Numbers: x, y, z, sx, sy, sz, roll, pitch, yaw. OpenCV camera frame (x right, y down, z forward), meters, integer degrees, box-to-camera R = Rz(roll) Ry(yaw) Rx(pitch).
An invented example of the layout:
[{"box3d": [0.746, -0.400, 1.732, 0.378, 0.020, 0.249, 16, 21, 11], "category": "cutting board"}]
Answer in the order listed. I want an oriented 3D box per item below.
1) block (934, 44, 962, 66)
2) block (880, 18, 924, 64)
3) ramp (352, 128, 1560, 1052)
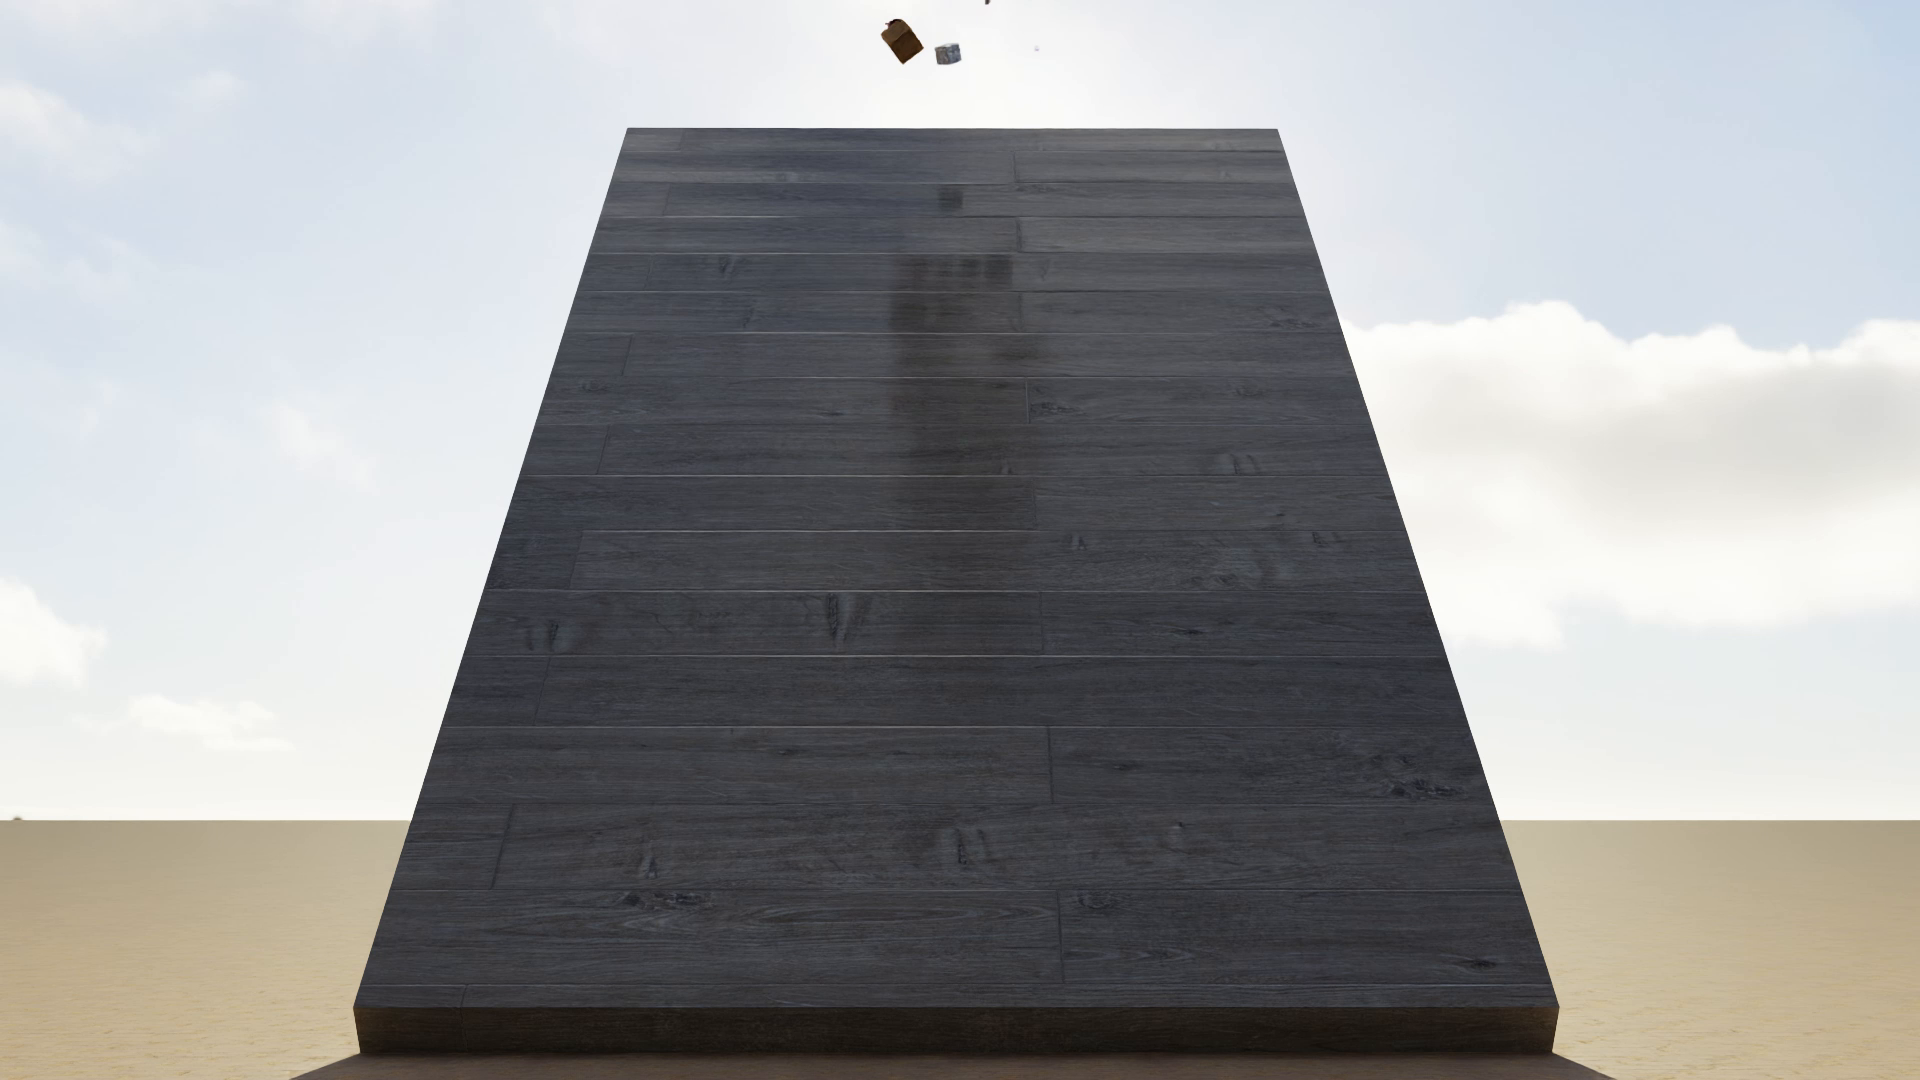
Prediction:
[{"box3d": [-0.036, -1.493, 7.455, 0.055, 0.055, 0.055, 11, 30, 44], "category": "block"}, {"box3d": [-0.168, -1.440, 7.006, 0.080, 0.080, 0.080, -37, -49, 3], "category": "block"}, {"box3d": [-0.014, -0.204, 5.765, 2.000, 0.100, 4.000, 0, 31, 0], "category": "ramp"}]
